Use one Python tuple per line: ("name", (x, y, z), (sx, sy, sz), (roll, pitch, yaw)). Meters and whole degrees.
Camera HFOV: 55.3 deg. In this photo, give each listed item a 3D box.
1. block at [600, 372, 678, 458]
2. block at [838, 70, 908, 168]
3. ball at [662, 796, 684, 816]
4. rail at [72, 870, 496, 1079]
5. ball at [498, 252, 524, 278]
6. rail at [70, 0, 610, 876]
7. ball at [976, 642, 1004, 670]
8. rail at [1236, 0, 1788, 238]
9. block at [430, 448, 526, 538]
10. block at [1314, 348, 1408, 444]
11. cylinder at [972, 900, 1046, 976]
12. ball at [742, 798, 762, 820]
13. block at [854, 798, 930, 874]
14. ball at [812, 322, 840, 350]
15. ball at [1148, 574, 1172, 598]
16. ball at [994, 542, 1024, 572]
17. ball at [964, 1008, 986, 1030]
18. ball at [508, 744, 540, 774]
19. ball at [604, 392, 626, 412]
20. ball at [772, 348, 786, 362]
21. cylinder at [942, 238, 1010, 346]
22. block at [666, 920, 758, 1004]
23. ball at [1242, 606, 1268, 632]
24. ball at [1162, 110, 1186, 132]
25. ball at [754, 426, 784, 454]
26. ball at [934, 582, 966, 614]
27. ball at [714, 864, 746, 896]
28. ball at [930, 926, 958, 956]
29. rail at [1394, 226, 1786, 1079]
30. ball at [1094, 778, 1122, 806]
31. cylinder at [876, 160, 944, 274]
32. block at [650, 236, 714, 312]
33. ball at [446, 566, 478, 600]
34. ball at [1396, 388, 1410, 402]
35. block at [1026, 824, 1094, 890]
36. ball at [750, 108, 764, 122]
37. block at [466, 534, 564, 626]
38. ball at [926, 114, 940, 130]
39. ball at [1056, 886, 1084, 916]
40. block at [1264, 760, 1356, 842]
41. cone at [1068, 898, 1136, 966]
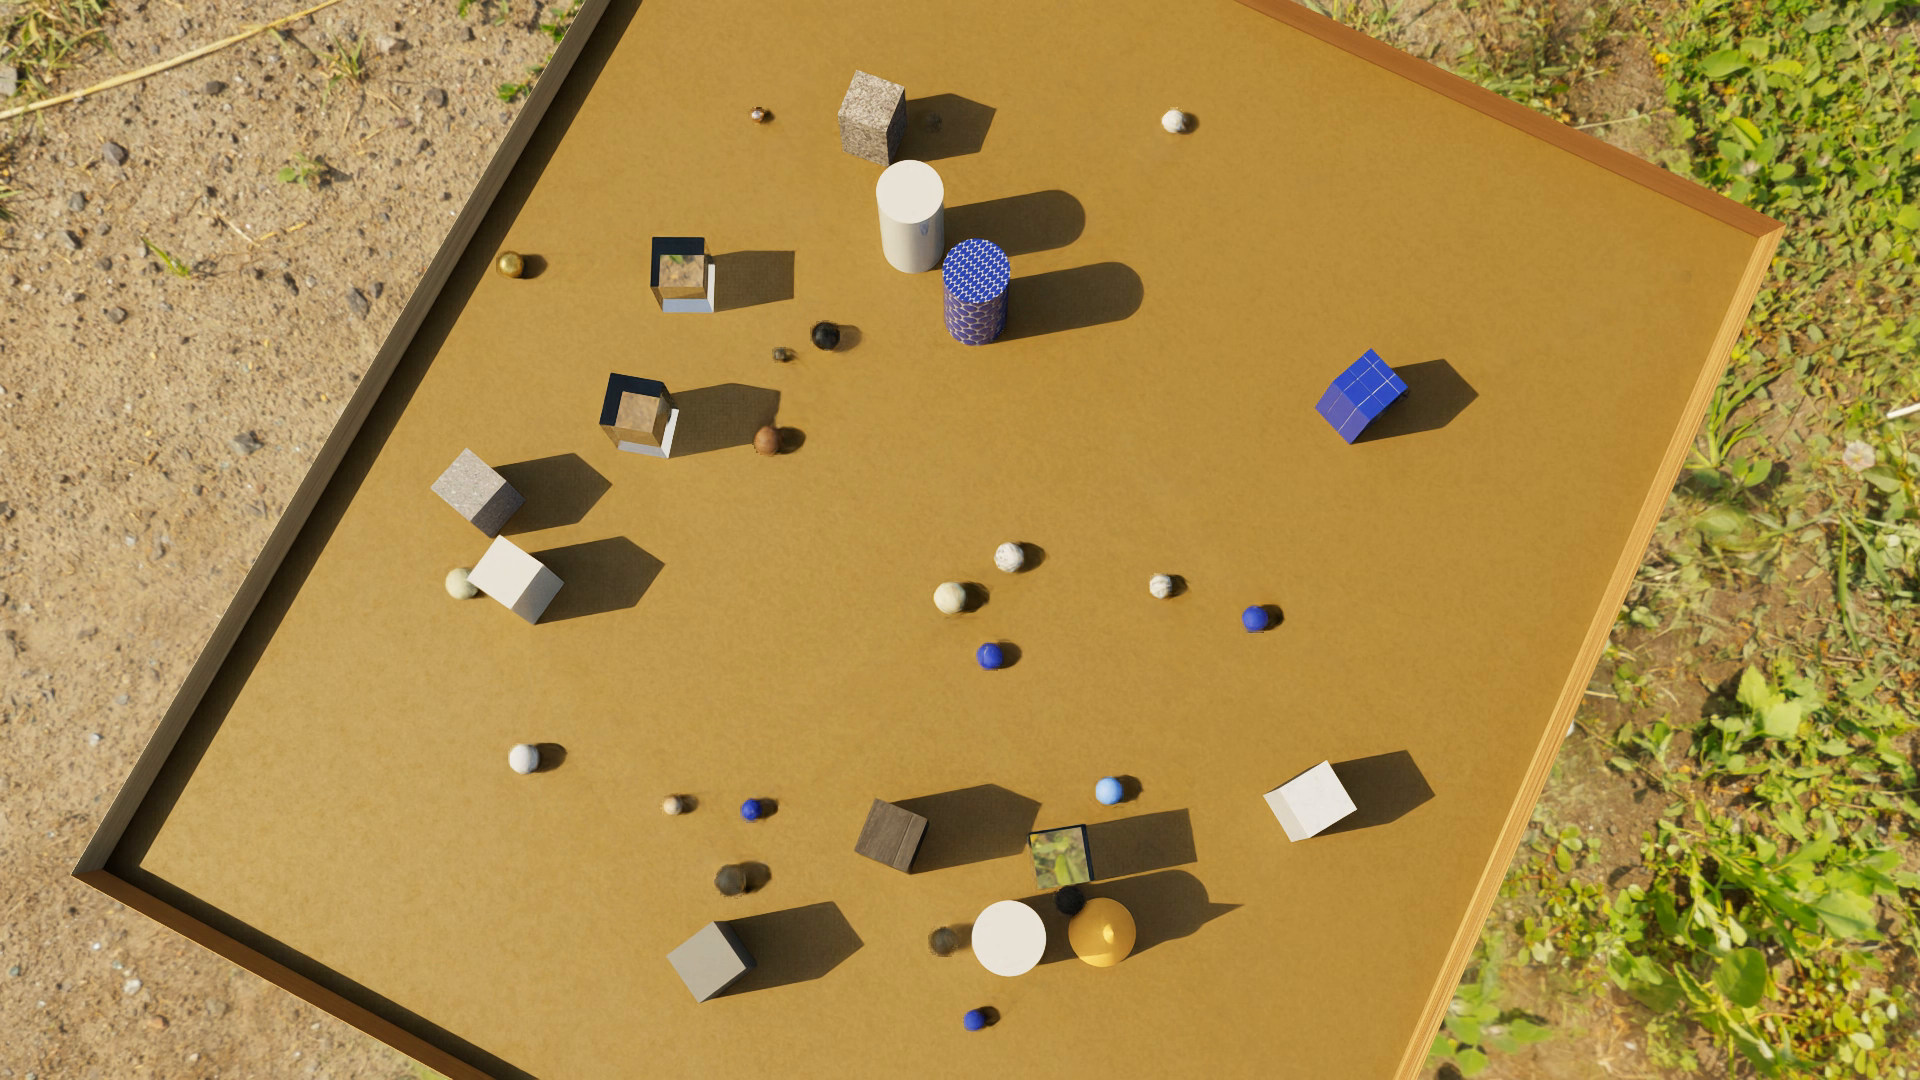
("block", (-0.967, -0.373, 5.538), (0.159, 0.305, 0.159), (10, 78, 2))
("block", (-0.272, -1.318, 5.749), (0.159, 0.275, 0.159), (20, 79, 4))
("ball", (-0.850, 0.786, 5.424), (0.059, 0.059, 0.059), (0, 78, 0))
("rail", (-0.901, 1.771, 5.183), (3.704, 0.129, 0.045), (26, 80, 5))
("ball", (-1.409, -0.865, 5.753), (0.083, 0.083, 0.083), (0, 78, 0))
("rail", (-1.635, -0.794, 5.714), (0.045, 0.129, 4.076), (26, 80, 5))
("ball", (0.089, 0.348, 5.503), (0.081, 0.081, 0.081), (0, 78, 0))
("rail", (0.901, -1.758, 5.914), (3.704, 0.129, 0.045), (26, 80, 5))
("block", (-1.447, -0.138, 5.516), (0.159, 0.252, 0.159), (39, 81, 7))
("block", (1.215, -0.433, 5.564), (0.159, 0.278, 0.159), (-41, 81, -8))
("cylinder", (0.131, 1.115, 5.141), (0.199, 0.479, 0.199), (0, 78, 0))
("ball", (-0.616, 0.797, 5.420), (0.063, 0.063, 0.063), (0, 78, 0))
("block", (-0.194, 0.856, 5.277), (0.159, 0.318, 0.159), (21, 79, 4))
("ball", (-0.418, -0.635, 5.702), (0.090, 0.090, 0.090), (0, 78, 0))
("ball", (0.608, 0.140, 5.551), (0.072, 0.072, 0.072), (0, 78, 0))
("ball", (0.150, 0.053, 5.559), (0.090, 0.090, 0.090), (0, 78, 0))
("ball", (0.044, 1.387, 5.299), (0.060, 0.060, 0.060), (0, 78, 0))
("ball", (-1.291, 0.650, 5.436), (0.091, 0.091, 0.091), (0, 78, 0))
("ball", (-1.069, -0.427, 5.672), (0.065, 0.065, 0.065), (0, 78, 0))
("ball", (-0.562, -0.578, 5.715), (0.042, 0.042, 0.042), (0, 78, 0))
("cylinder", (0.048, -0.746, 5.561), (0.199, 0.411, 0.199), (0, 78, 0))
("block", (-0.703, 1.198, 5.216), (0.159, 0.298, 0.159), (-36, 81, -7))
("ball", (0.890, 0.236, 5.528), (0.079, 0.079, 0.079), (0, 78, 0))
("ball", (0.683, -1.339, 5.857), (0.073, 0.073, 0.073), (0, 78, 0))
("ball", (-0.587, -0.308, 5.636), (0.088, 0.088, 0.088), (0, 78, 0))
("ball", (-0.029, 0.175, 5.530), (0.098, 0.098, 0.098), (0, 78, 0))
("ball", (-0.671, 0.995, 5.362), (0.094, 0.094, 0.094), (0, 78, 0))
("ball", (-0.048, 1.167, 5.334), (0.080, 0.080, 0.080), (0, 78, 0))
("rail", (1.635, 0.808, 5.382), (0.045, 0.129, 4.076), (26, 80, 5))
("ball", (0.440, 0.743, 5.421), (0.083, 0.083, 0.083), (0, 78, 0))
("cylinder", (-0.148, -0.982, 5.602), (0.199, 0.426, 0.199), (0, 78, 0))
("block", (-0.855, -0.818, 5.663), (0.159, 0.241, 0.159), (0, 78, 0))
("ball", (-1.504, 0.131, 5.539), (0.099, 0.099, 0.099), (0, 78, 0))
("ball", (1.364, -0.458, 5.682), (0.059, 0.059, 0.059), (0, 78, 0))
("block", (0.285, 0.915, 5.268), (0.159, 0.311, 0.159), (-9, 78, -2))
("ball", (-0.651, -1.361, 5.876), (0.044, 0.044, 0.044), (0, 78, 0))
("block", (-1.316, 0.122, 5.443), (0.159, 0.292, 0.159), (33, 80, 6))
("ball", (-0.087, -1.336, 5.867), (0.051, 0.051, 0.051), (0, 78, 0))
("ball", (0.321, 1.053, 5.355), (0.085, 0.085, 0.085), (0, 78, 0))
("block", (1.011, 0.760, 5.315), (0.159, 0.284, 0.159), (-30, 80, -6))
("cone", (0.417, 1.110, 5.181), (0.199, 0.403, 0.199), (0, 78, 0))
